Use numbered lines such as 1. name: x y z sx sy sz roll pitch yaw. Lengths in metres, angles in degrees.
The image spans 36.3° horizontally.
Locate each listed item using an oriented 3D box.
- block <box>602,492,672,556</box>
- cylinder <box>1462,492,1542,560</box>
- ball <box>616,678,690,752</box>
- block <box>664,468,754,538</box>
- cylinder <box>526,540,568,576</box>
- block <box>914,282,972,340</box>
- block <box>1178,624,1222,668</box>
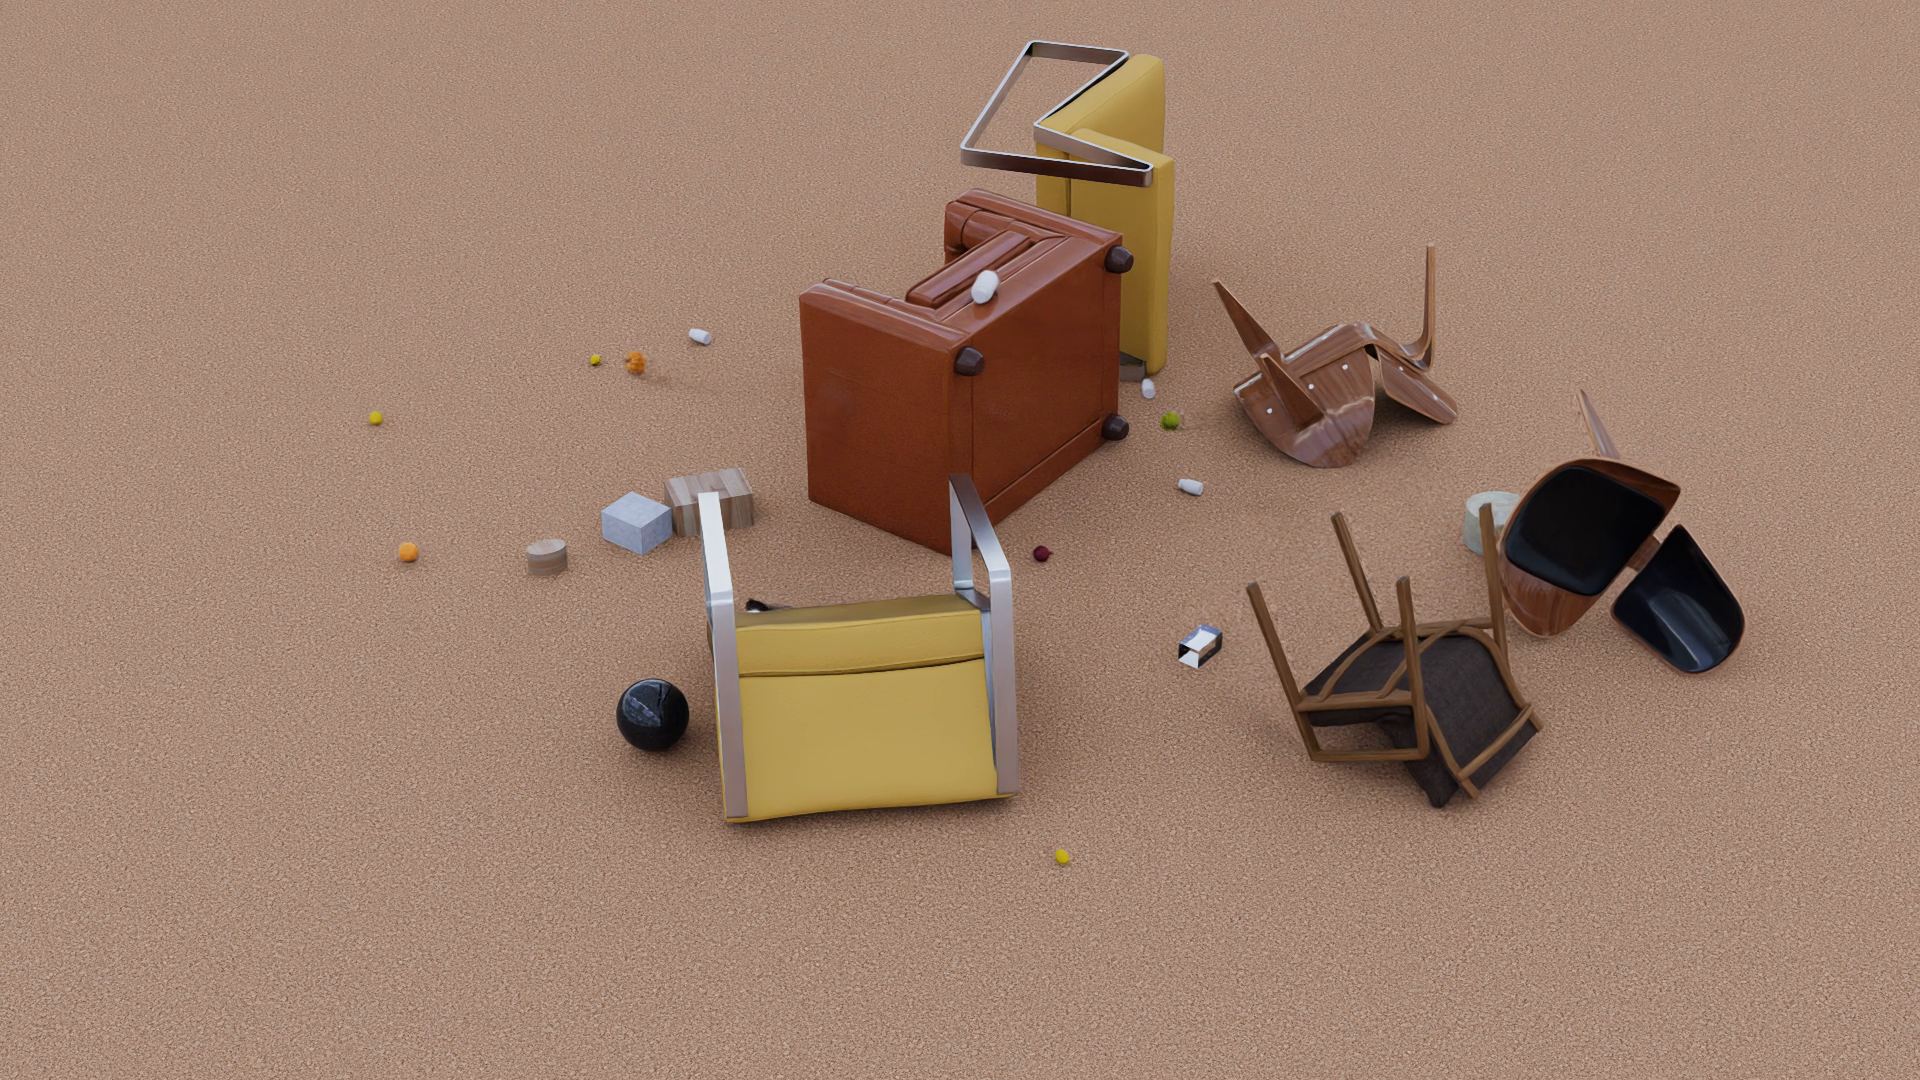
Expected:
1. block: -1.204 -0.063 10.929 0.195 0.121 0.170 22 39 30
2. cylinder: 2.012 -0.054 10.890 0.276 0.150 0.230 11 35 17
3. ball: -1.030 0.586 9.830 0.248 0.248 0.248 0 33 0
4. block: -0.944 -0.141 11.030 0.298 0.141 0.195 -10 35 -15
5. cylinder: -1.515 0.064 10.761 0.147 0.094 0.092 -13 36 -19
6. block: -0.071 -0.959 12.269 0.135 0.143 0.218 -24 40 -32
7. block: 0.846 0.372 10.311 0.082 0.075 0.152 23 40 31
